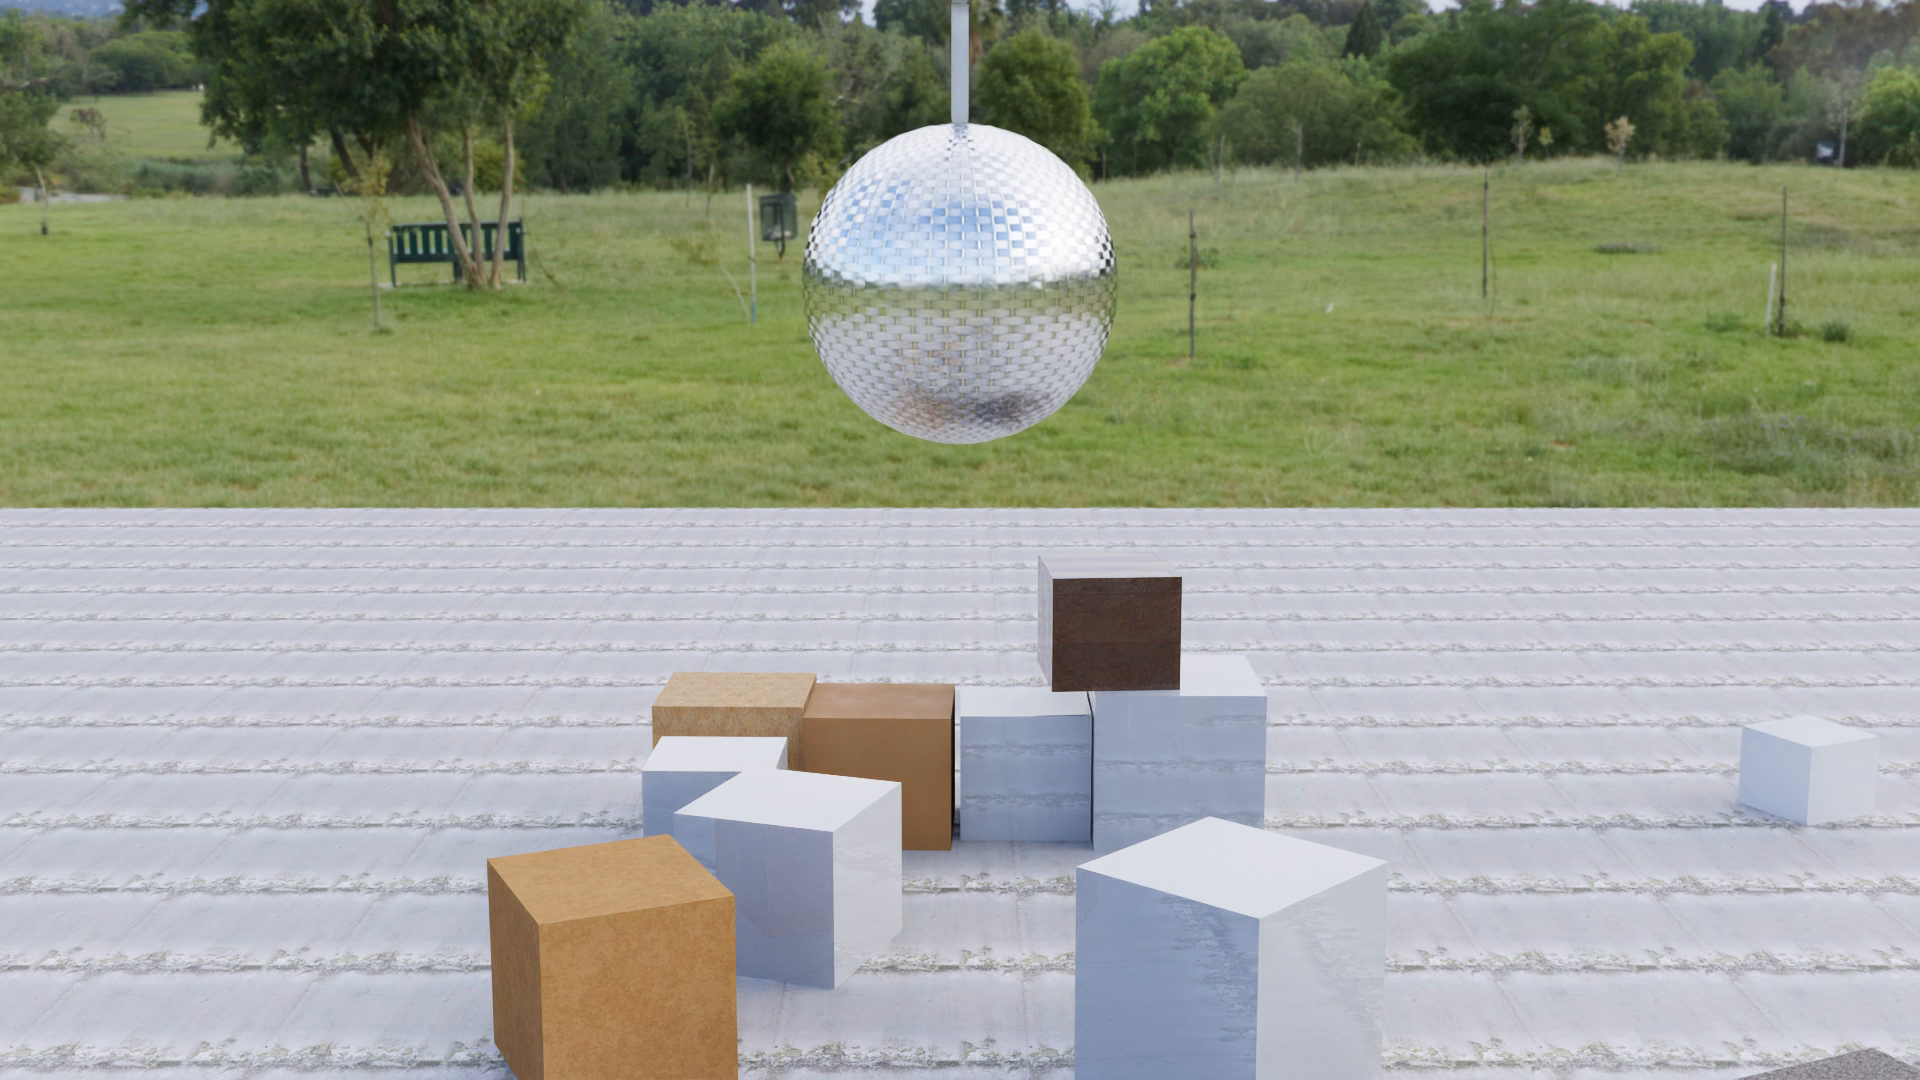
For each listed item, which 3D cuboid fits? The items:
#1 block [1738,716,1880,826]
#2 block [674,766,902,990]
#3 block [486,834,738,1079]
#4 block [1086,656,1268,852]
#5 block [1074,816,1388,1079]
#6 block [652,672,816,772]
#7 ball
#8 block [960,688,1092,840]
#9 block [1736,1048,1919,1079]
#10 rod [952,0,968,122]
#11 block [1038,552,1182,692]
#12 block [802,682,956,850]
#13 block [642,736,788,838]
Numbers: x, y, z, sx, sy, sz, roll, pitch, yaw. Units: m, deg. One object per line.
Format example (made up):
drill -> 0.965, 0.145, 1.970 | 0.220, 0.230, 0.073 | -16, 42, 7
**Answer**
block -> 4.505, 1.219, 11.686 | 0.486, 0.421, 0.478 | -5, 11, -26
block -> -0.739, 1.458, 9.625 | 0.737, 0.688, 0.757 | 4, 11, 20
block -> -1.334, 1.647, 8.396 | 0.733, 0.756, 0.807 | -5, 11, -24
block -> 1.093, 1.085, 11.365 | 0.850, 0.798, 0.878 | 0, 10, 0
block -> 1.020, 1.623, 8.292 | 0.825, 0.839, 0.838 | 9, 14, 42
block -> -1.150, 1.122, 11.385 | 0.758, 0.720, 0.717 | 0, 10, 2
ball -> 0.000, -1.285, 11.059 | 1.600, 1.600, 1.600 | 0, 10, 0
block -> 0.332, 1.153, 11.406 | 0.661, 0.650, 0.595 | 0, 10, 0
block -> 2.792, 2.028, 6.744 | 0.713, 0.596, 0.706 | -5, 11, -24
rod -> 0.000, -4.618, 10.389 | 0.080, 5.200, 0.080 | 0, 11, 0
block -> 0.754, 0.410, 11.240 | 0.644, 0.576, 0.669 | -1, 10, -4
block -> -0.404, 1.155, 11.313 | 0.736, 0.680, 0.715 | 0, 10, 2
block -> -1.152, 1.328, 10.455 | 0.612, 0.647, 0.591 | 0, 10, 1
